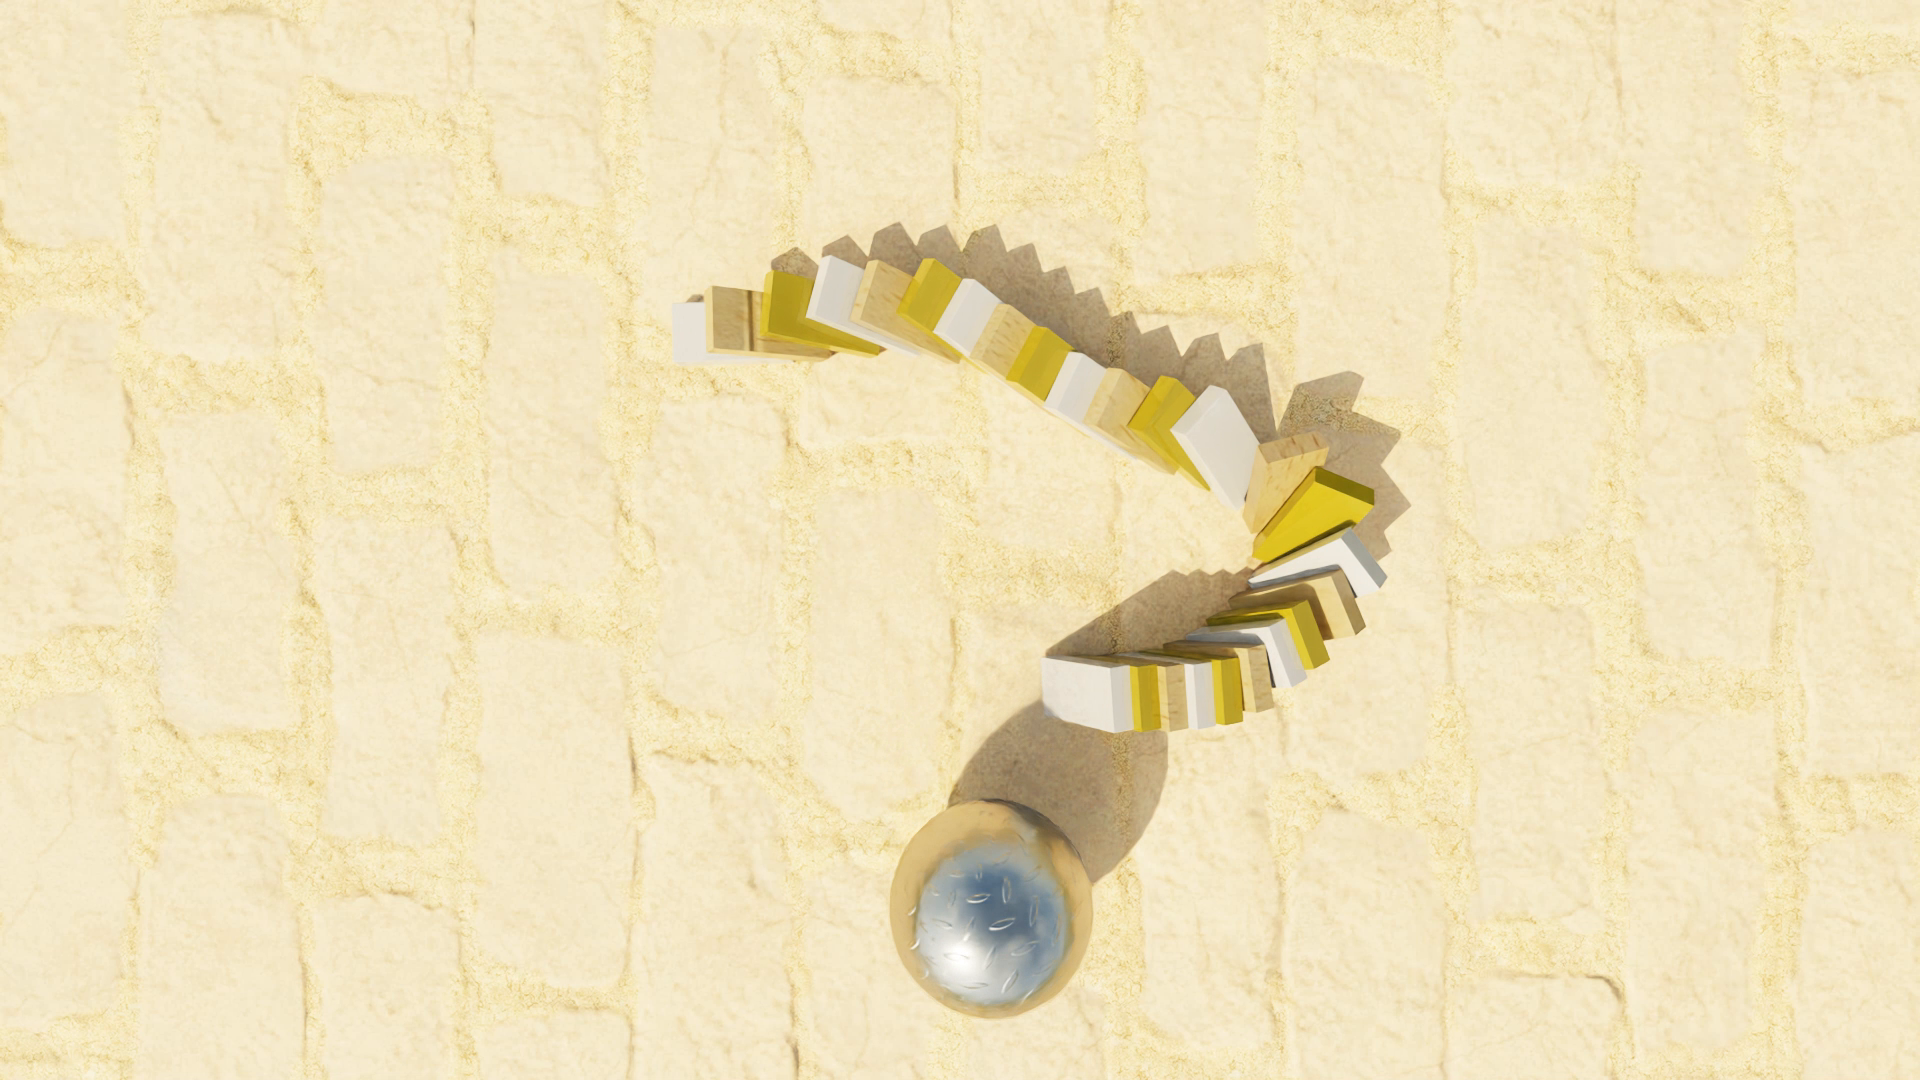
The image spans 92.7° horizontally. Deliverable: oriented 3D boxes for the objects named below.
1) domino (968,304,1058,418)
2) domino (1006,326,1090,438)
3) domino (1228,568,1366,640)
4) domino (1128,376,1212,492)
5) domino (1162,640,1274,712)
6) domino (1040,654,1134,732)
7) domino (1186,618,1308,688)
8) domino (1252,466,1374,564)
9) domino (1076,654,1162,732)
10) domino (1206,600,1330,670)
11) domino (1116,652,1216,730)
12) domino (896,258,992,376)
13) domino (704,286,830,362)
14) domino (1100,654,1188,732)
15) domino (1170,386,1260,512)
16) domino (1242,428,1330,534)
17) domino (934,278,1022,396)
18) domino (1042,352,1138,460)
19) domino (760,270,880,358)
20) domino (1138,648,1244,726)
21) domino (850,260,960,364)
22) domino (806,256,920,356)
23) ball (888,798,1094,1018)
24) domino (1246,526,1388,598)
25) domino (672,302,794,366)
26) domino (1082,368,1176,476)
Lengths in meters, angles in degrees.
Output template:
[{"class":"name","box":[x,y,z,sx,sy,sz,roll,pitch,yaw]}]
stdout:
[{"class":"domino","box":[0.030,-0.074,0.382,0.050,0.010,0.025,29,90,-34]},{"class":"domino","box":[0.045,-0.065,0.382,0.050,0.009,0.025,28,90,-34]},{"class":"domino","box":[0.138,0.030,0.377,0.009,0.050,0.025,-23,91,-38]},{"class":"domino","box":[0.094,-0.044,0.382,0.050,0.010,0.025,33,90,-35]},{"class":"domino","box":[0.105,0.055,0.376,0.009,0.050,0.025,-8,90,-27]},{"class":"domino","box":[0.051,0.062,0.376,0.009,0.050,0.025,-4,90,-27]},{"class":"domino","box":[0.116,0.047,0.376,0.010,0.050,0.025,-21,90,-27]},{"class":"domino","box":[0.145,-0.006,0.378,0.025,0.050,0.010,22,50,0]},{"class":"domino","box":[0.062,0.062,0.376,0.009,0.050,0.025,-4,90,-27]},{"class":"domino","box":[0.125,0.040,0.376,0.009,0.050,0.025,-21,90,-27]},{"class":"domino","box":[0.083,0.061,0.376,0.010,0.050,0.025,-4,90,-27]},{"class":"domino","box":[0.000,-0.092,0.382,0.050,0.010,0.025,28,89,-34]},{"class":"domino","box":[-0.079,-0.089,0.380,0.050,0.009,0.025,-2,90,-33]},{"class":"domino","box":[0.072,0.062,0.376,0.009,0.050,0.025,-4,90,-27]},{"class":"domino","box":[0.110,-0.038,0.381,0.025,0.010,0.050,-48,124,-4]},{"class":"domino","box":[0.133,-0.023,0.377,0.025,0.050,0.010,-15,56,0]},{"class":"domino","box":[0.015,-0.084,0.382,0.050,0.009,0.025,30,89,-34]},{"class":"domino","box":[0.060,-0.055,0.382,0.050,0.009,0.025,25,90,-33]},{"class":"domino","box":[-0.057,-0.094,0.383,0.050,0.009,0.025,6,90,-32]},{"class":"domino","box":[0.094,0.059,0.376,0.010,0.050,0.025,-4,90,-27]},{"class":"domino","box":[-0.019,-0.094,0.382,0.050,0.010,0.025,17,90,-34]},{"class":"domino","box":[-0.037,-0.097,0.383,0.050,0.009,0.025,15,90,-32]},{"class":"ball","box":[0.012,0.143,0.360,0.080,0.080,0.080,0,90,0]},{"class":"domino","box":[0.146,0.016,0.377,0.009,0.050,0.025,-37,90,-37]},{"class":"domino","box":[-0.098,-0.089,0.395,0.050,0.010,0.025,-1,90,0]},{"class":"domino","box":[0.076,-0.049,0.382,0.050,0.010,0.025,25,90,-34]}]
